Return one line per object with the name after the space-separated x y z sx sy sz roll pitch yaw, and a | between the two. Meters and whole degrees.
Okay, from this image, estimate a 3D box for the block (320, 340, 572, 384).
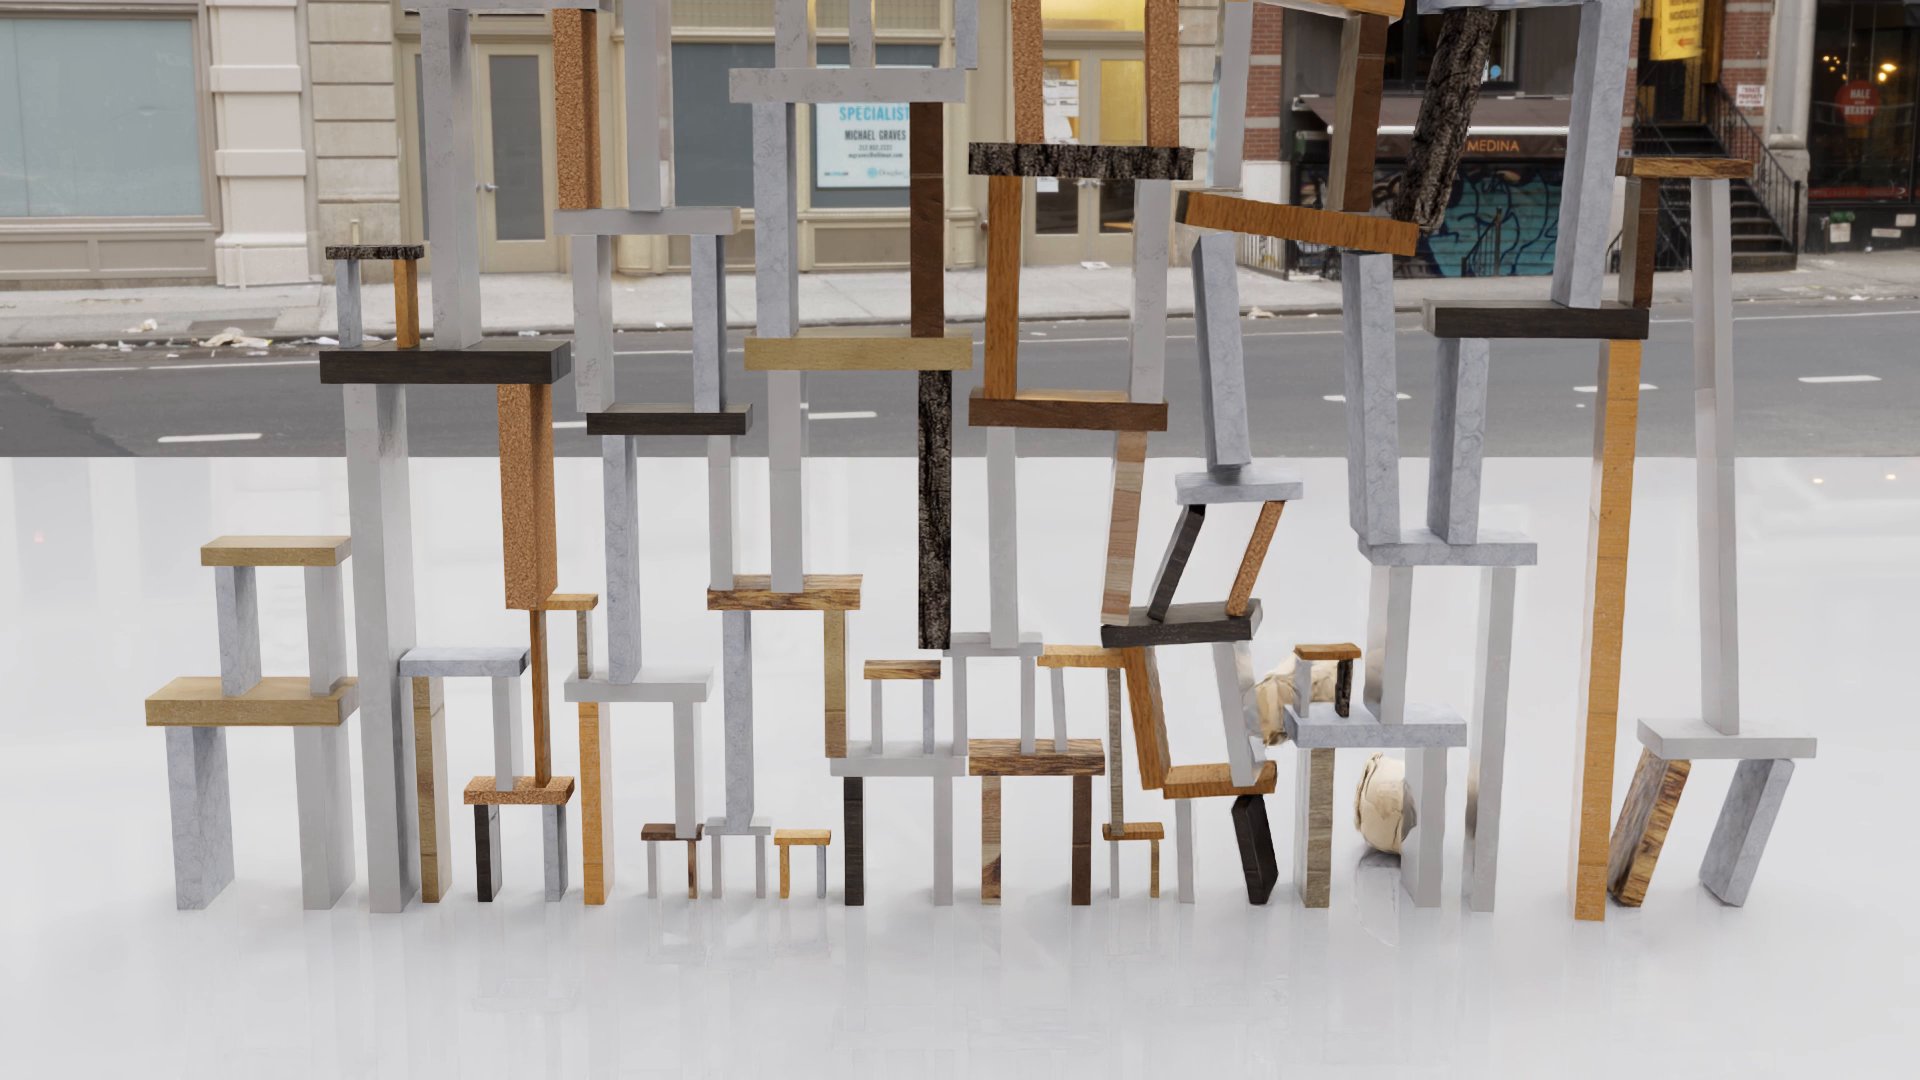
-0.814 -0.284 3.503 0.359 0.051 0.180 0 11 0 | block

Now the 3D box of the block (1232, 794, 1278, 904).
0.486 0.498 3.617 0.026 0.181 0.090 -4 23 25 | block

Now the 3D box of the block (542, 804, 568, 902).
-0.672 0.508 3.654 0.024 0.167 0.084 0 11 0 | block

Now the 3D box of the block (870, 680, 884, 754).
-0.135 0.282 3.611 0.018 0.125 0.063 0 11 0 | block

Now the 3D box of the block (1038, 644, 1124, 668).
0.199 0.190 3.596 0.143 0.020 0.072 1 11 2 | block

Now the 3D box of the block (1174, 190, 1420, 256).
0.525 -0.500 3.461 0.356 0.050 0.178 8 10 -1 | block

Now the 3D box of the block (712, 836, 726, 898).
-0.403 0.536 3.664 0.015 0.109 0.054 0 11 0 | block

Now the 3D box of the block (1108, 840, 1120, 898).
0.256 0.540 3.664 0.014 0.099 0.049 -1 11 0 | block

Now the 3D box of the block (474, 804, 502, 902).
-0.784 0.508 3.654 0.024 0.167 0.084 0 11 0 | block

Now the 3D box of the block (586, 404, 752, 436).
-0.462 -0.194 3.520 0.250 0.035 0.125 0 11 0 | block

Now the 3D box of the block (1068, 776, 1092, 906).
0.199 0.482 3.647 0.031 0.221 0.111 0 11 0 | block

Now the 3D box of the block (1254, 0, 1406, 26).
0.533 -0.853 3.418 0.297 0.042 0.148 11 9 1 | block

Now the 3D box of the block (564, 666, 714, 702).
-0.524 0.236 3.606 0.230 0.033 0.115 0 11 0 | block

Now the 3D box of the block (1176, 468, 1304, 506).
0.437 -0.085 3.451 0.194 0.028 0.097 -3 15 5 | block

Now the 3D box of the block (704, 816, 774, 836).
-0.366 0.475 3.652 0.109 0.015 0.054 0 10 0 | block

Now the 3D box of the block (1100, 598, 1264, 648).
0.358 0.135 3.547 0.242 0.034 0.121 -4 13 17 | block

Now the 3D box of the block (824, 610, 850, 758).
-0.201 0.222 3.607 0.035 0.245 0.122 0 10 0 | block

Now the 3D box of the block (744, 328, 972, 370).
-0.157 -0.305 3.507 0.355 0.050 0.177 0 11 1 | block

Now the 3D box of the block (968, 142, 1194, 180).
0.188 -0.594 3.444 0.344 0.049 0.172 2 11 2 | block

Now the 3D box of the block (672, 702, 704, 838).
-0.448 0.364 3.630 0.033 0.230 0.115 0 10 0 | block

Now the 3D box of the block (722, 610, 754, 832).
-0.364 0.284 3.618 0.035 0.371 0.122 0 10 0 | block

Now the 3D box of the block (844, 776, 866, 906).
-0.174 0.483 3.646 0.031 0.220 0.110 0 11 0 | block

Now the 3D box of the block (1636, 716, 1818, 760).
1.258 0.325 3.616 0.252 0.036 0.126 0 11 -1 | block

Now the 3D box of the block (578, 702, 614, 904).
-0.601 0.421 3.641 0.033 0.344 0.115 0 11 0 | block

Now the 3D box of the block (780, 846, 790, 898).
-0.292 0.545 3.660 0.013 0.092 0.046 0 11 0 | block

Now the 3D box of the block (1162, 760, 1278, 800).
0.428 0.393 3.610 0.181 0.026 0.090 -5 13 13 | block

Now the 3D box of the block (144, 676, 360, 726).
-1.154 0.264 3.608 0.310 0.044 0.155 0 11 0 | block

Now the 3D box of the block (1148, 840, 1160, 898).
0.323 0.540 3.664 0.014 0.099 0.049 -1 11 0 | block

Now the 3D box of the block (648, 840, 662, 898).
-0.509 0.541 3.661 0.014 0.100 0.050 0 11 0 | block

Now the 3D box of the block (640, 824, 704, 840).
-0.476 0.485 3.650 0.100 0.014 0.050 0 10 0 | block

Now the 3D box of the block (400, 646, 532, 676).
-0.808 0.199 3.600 0.193 0.027 0.096 0 11 0 | block

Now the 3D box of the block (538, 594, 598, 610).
-0.650 0.101 3.579 0.113 0.016 0.057 0 10 0 | block

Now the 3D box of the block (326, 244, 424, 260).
-0.923 -0.455 3.474 0.138 0.020 0.069 0 11 0 | block

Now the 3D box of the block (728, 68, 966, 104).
-0.171 -0.708 3.433 0.359 0.051 0.180 0 11 1 | block

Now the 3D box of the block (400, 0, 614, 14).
-0.698 -0.842 3.408 0.301 0.043 0.151 0 11 0 | block

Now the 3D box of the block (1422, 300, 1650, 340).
0.906 -0.350 3.479 0.325 0.046 0.162 1 11 4 | block

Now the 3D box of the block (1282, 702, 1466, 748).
0.678 0.303 3.609 0.274 0.039 0.137 0 11 -2 | block

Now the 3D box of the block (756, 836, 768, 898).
-0.330 0.536 3.664 0.015 0.109 0.054 0 11 0 | block

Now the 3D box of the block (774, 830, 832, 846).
-0.261 0.493 3.651 0.092 0.013 0.046 0 11 0 | block

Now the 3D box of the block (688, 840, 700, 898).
-0.443 0.541 3.660 0.014 0.100 0.050 0 11 0 | block

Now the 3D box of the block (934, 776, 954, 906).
-0.028 0.483 3.646 0.031 0.220 0.110 0 11 0 | block

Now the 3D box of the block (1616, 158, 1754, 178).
1.123 -0.582 3.439 0.199 0.028 0.099 -1 11 -10 | block

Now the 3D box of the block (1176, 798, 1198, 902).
0.377 0.499 3.646 0.026 0.181 0.090 -1 14 11 | block

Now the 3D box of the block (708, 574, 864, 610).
-0.282 0.085 3.581 0.245 0.035 0.122 0 10 0 | block

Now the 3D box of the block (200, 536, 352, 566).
-1.104 0.017 3.562 0.214 0.030 0.107 0 11 0 | block

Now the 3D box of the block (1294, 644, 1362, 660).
0.598 0.181 3.576 0.098 0.014 0.049 -1 12 -8 | block

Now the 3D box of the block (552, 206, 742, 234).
-0.490 -0.504 3.469 0.277 0.039 0.139 0 11 0 | block

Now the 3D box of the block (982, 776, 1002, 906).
0.051 0.482 3.647 0.031 0.221 0.111 0 11 0 | block

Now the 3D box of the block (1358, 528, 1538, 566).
0.784 0.011 3.548 0.260 0.037 0.130 0 10 -1 | block

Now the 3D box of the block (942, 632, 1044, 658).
0.053 0.170 3.587 0.163 0.023 0.081 -1 11 0 | block

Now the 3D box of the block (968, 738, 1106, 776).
0.125 0.357 3.624 0.221 0.031 0.111 0 11 0 | block

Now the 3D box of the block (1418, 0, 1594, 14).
0.882 -0.849 3.390 0.331 0.047 0.166 -2 10 6 | block

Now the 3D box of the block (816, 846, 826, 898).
-0.230 0.545 3.660 0.013 0.092 0.046 0 11 0 | block

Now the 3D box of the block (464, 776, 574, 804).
-0.728 0.414 3.637 0.167 0.024 0.084 0 11 0 | block

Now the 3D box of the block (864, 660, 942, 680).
-0.094 0.212 3.598 0.125 0.018 0.063 0 11 0 | block

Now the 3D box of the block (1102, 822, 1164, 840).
0.288 0.484 3.653 0.099 0.014 0.050 -2 11 0 | block

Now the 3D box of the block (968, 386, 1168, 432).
0.172 -0.210 3.511 0.310 0.044 0.155 2 11 2 | block

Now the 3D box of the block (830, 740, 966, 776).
-0.101 0.359 3.623 0.220 0.031 0.110 0 11 0 | block
